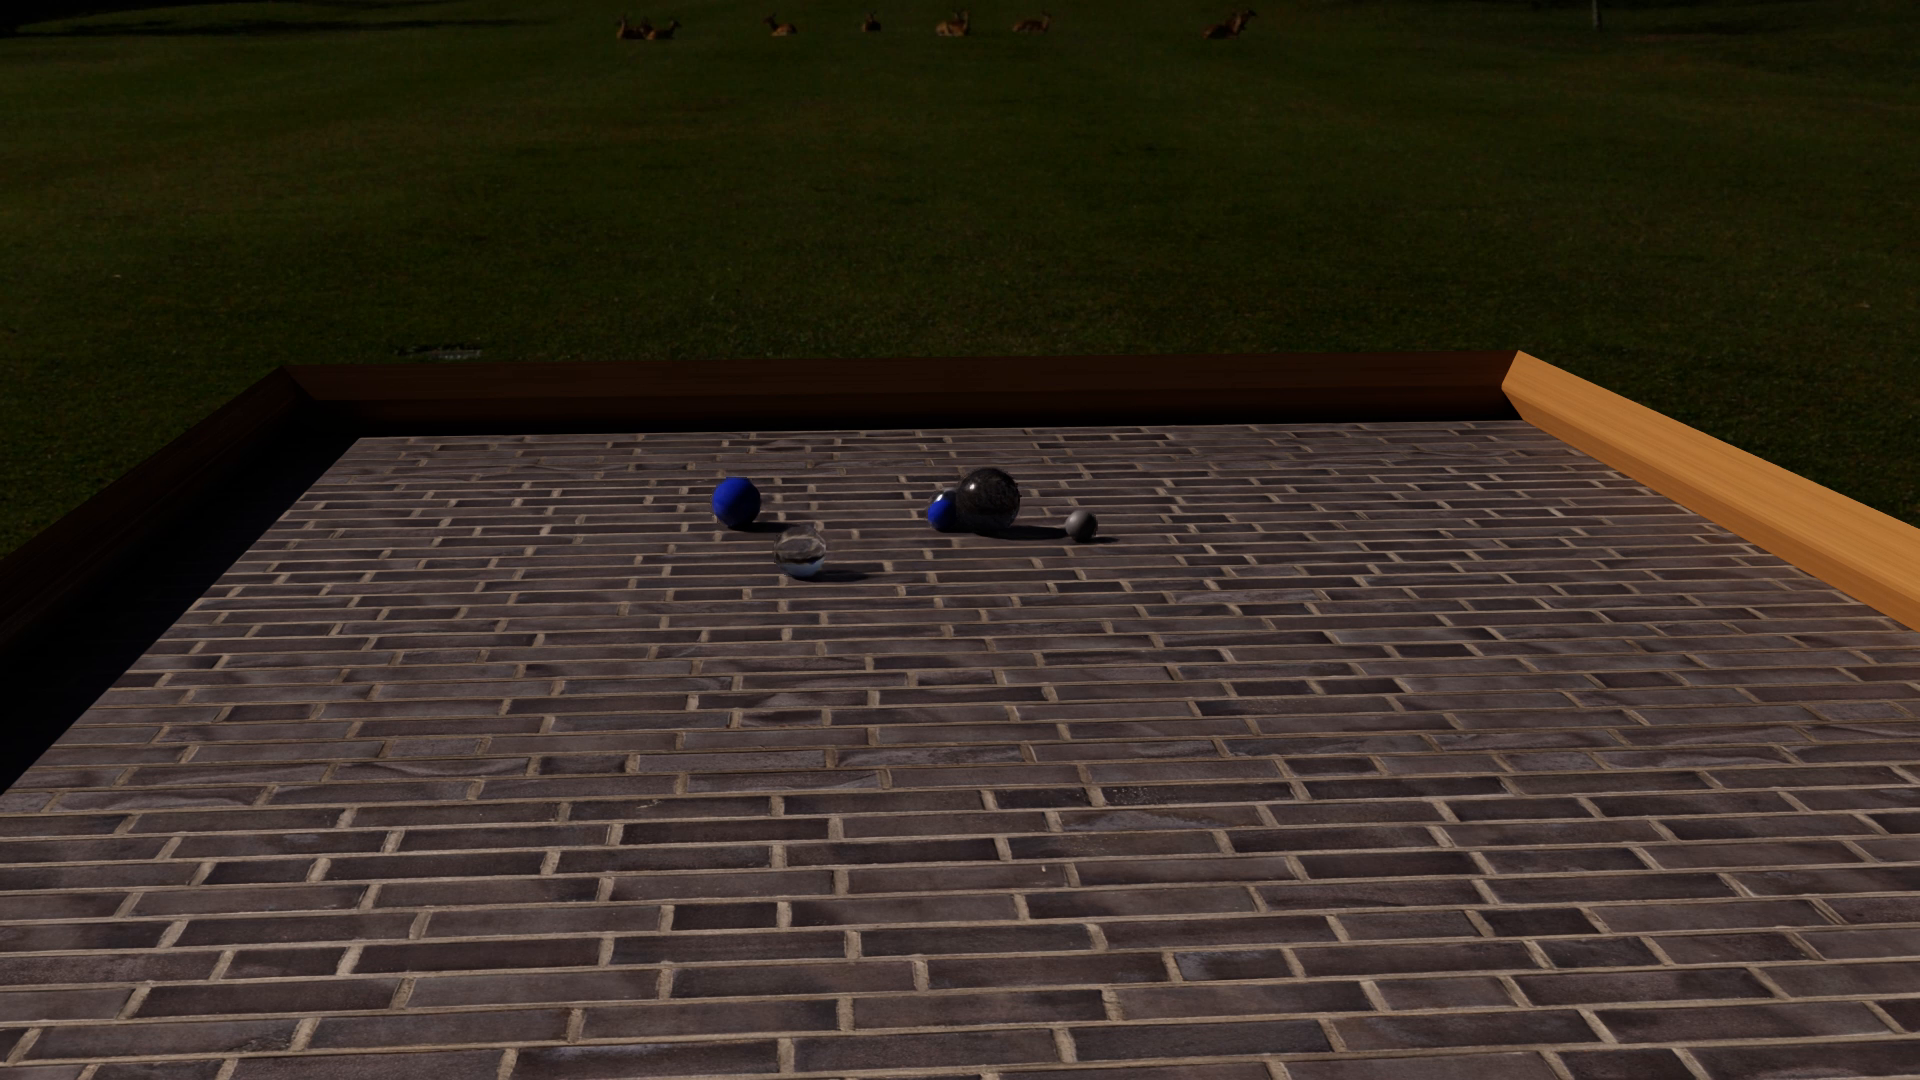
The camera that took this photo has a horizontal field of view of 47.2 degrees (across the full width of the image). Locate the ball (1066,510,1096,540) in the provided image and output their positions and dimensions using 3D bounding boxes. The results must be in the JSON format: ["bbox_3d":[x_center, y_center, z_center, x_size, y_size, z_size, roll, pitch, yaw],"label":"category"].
[{"bbox_3d":[0.175,-0.021,3.203,0.044,0.044,0.044,0,13,0],"label":"ball"}]

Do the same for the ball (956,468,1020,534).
[{"bbox_3d":[0.042,-0.058,3.244,0.096,0.096,0.096,0,13,0],"label":"ball"}]

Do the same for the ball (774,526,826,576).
[{"bbox_3d":[-0.217,0.015,2.991,0.070,0.070,0.070,0,13,0],"label":"ball"}]

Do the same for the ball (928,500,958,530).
[{"bbox_3d":[-0.026,-0.037,3.268,0.045,0.045,0.045,0,13,0],"label":"ball"}]

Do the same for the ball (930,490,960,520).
[{"bbox_3d":[-0.019,-0.051,3.313,0.051,0.051,0.051,0,13,0],"label":"ball"}]

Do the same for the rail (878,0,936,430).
[{"bbox_3d":[-0.081,-0.276,4.092,0.124,2.312,0.045,4,-7,-39],"label":"rail"}]

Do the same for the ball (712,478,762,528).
[{"bbox_3d":[-0.334,-0.056,3.283,0.074,0.074,0.074,0,13,0],"label":"ball"}]
